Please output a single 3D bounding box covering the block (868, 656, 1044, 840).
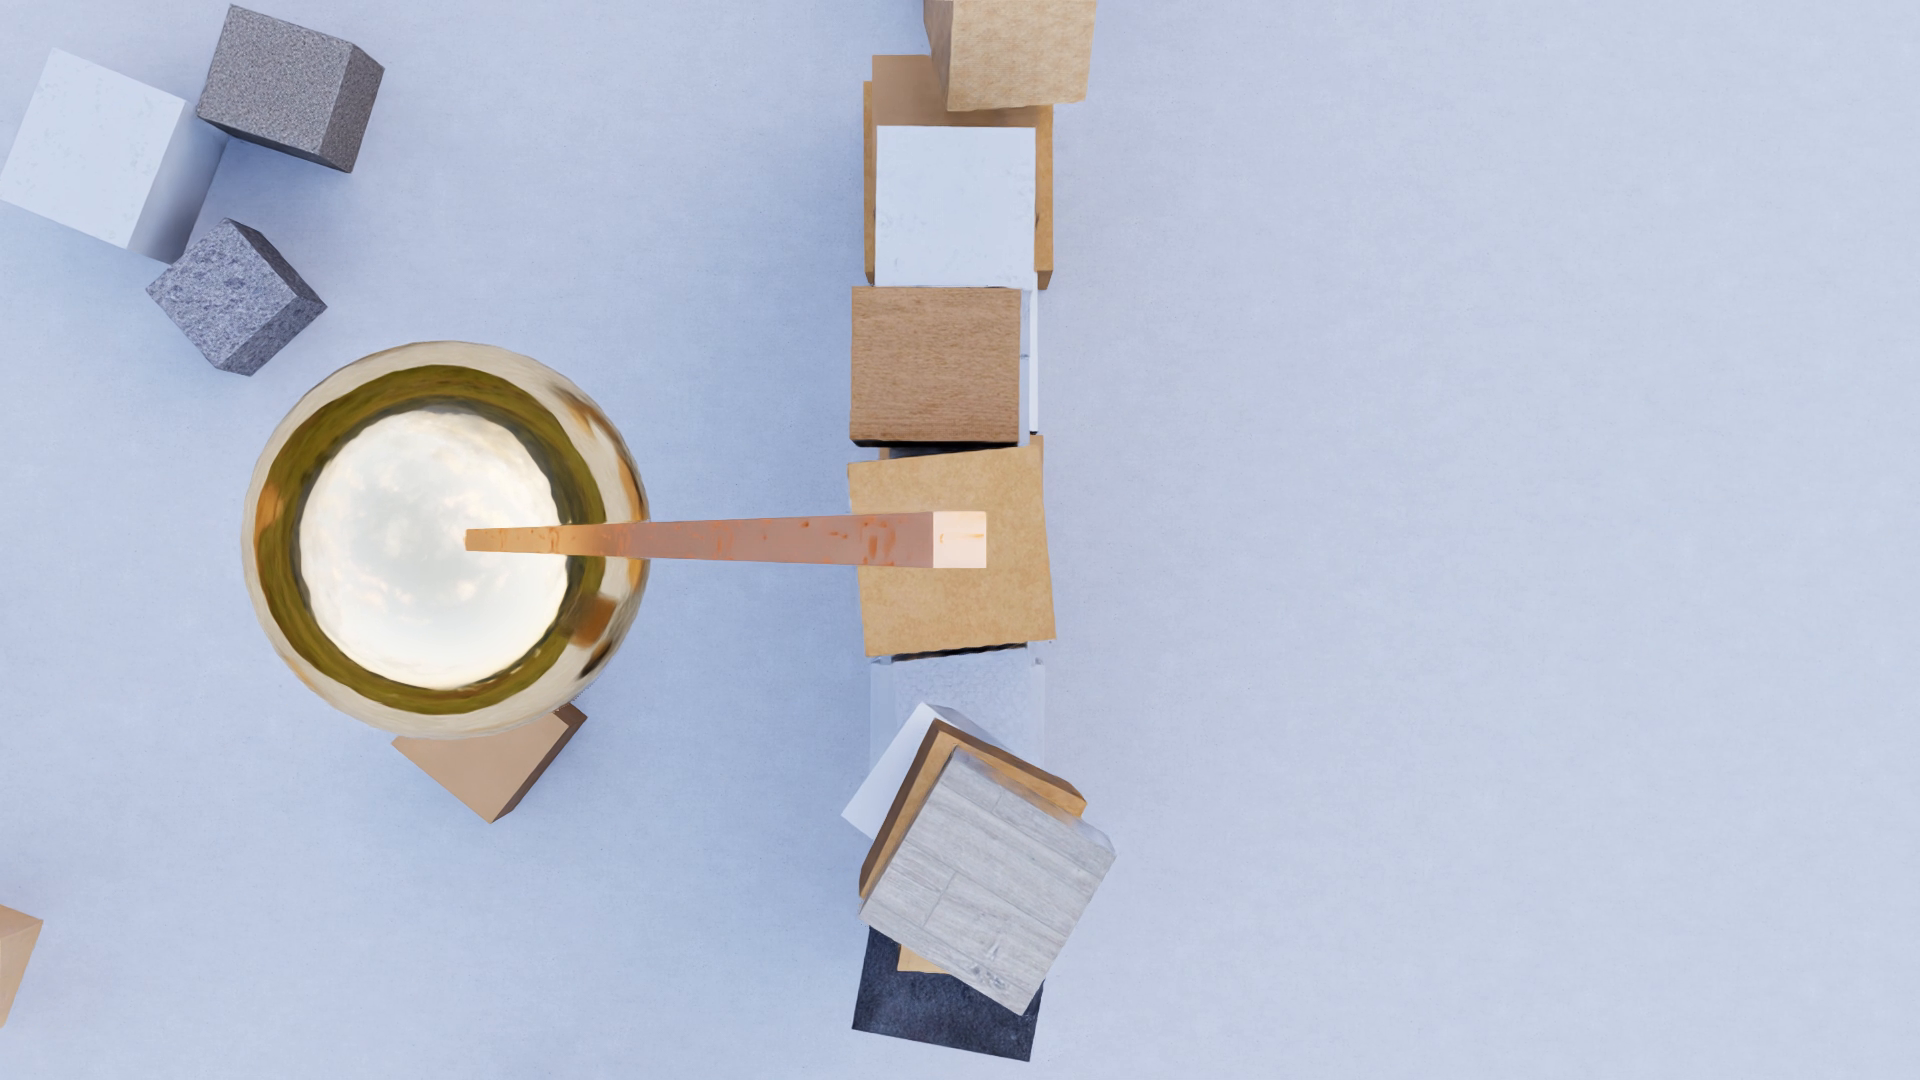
[{"bbox_3d":[-0.016,1.111,11.870,0.909,0.739,0.923,1,90,0],"label":"block"}]

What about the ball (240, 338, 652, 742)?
[{"bbox_3d":[-2.035,0.000,8.785,1.600,1.600,1.600,0,90,0],"label":"ball"}]

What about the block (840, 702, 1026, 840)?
[{"bbox_3d":[-0.002,1.221,10.145,0.693,0.778,0.627,36,91,14],"label":"block"}]

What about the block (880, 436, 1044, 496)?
[{"bbox_3d":[0.008,-0.156,12.511,0.897,0.978,0.837,0,90,0],"label":"block"}]

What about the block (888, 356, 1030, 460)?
[{"bbox_3d":[-0.005,-0.602,11.670,0.726,0.706,0.666,0,88,0],"label":"block"}]

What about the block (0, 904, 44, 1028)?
[{"bbox_3d":[-5.853,2.443,12.706,0.684,0.588,0.670,21,90,0],"label":"block"}]

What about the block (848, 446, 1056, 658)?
[{"bbox_3d":[-0.028,0.038,10.772,0.899,0.955,0.913,-5,92,1],"label":"block"}]

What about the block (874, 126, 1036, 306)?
[{"bbox_3d":[-0.024,-1.580,10.831,0.754,0.737,0.772,1,90,0],"label":"block"}]

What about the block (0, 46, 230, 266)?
[{"bbox_3d":[-4.829,-2.174,12.597,0.796,0.805,0.892,22,90,0],"label":"block"}]

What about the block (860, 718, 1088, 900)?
[{"bbox_3d":[0.040,1.249,9.237,0.664,0.811,0.739,26,88,-2],"label":"block"}]

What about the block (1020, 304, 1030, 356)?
[{"bbox_3d":[0.006,-1.304,11.618,0.702,0.835,0.717,0,90,0],"label":"block"}]

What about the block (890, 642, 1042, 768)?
[{"bbox_3d":[0.032,0.832,11.023,0.673,0.549,0.627,-6,98,1],"label":"block"}]

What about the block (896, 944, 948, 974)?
[{"bbox_3d":[0.052,1.727,10.945,0.647,0.609,0.683,5,56,-4],"label":"block"}]

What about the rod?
[{"bbox_3d":[-0.882,0.000,5.586,0.080,5.200,0.080,0,90,-20],"label":"rod"}]

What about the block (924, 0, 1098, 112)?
[{"bbox_3d":[0.235,-2.650,10.900,0.701,0.683,0.729,-6,51,-8],"label":"block"}]

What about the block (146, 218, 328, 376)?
[{"bbox_3d":[-4.164,-1.393,12.692,0.616,0.615,0.599,-42,90,0],"label":"block"}]

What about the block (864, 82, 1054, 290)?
[{"bbox_3d":[-0.009,-1.997,12.528,1.036,0.945,1.045,0,90,0],"label":"block"}]

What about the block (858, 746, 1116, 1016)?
[{"bbox_3d":[0.106,1.291,8.472,0.708,0.654,0.691,31,90,1],"label":"block"}]

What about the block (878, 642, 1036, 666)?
[{"bbox_3d":[-0.013,0.195,11.643,0.802,0.755,0.884,1,91,0],"label":"block"}]

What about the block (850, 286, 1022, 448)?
[{"bbox_3d":[-0.115,-0.832,10.798,0.799,0.802,0.727,1,90,0],"label":"block"}]

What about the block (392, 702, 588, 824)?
[{"bbox_3d":[-2.700,1.098,12.682,0.718,0.636,0.709,39,90,0],"label":"block"}]

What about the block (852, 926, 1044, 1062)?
[{"bbox_3d":[-0.019,2.159,11.767,0.934,0.883,0.904,11,90,0],"label":"block"}]

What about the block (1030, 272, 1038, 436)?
[{"bbox_3d":[0.015,-1.028,12.518,0.819,0.965,0.868,0,90,0],"label":"block"}]

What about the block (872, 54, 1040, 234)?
[{"bbox_3d":[-0.019,-2.069,11.633,0.855,0.845,0.811,0,90,0],"label":"block"}]

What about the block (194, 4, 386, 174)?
[{"bbox_3d":[-3.845,-2.584,12.665,0.728,0.670,0.658,18,90,0],"label":"block"}]
